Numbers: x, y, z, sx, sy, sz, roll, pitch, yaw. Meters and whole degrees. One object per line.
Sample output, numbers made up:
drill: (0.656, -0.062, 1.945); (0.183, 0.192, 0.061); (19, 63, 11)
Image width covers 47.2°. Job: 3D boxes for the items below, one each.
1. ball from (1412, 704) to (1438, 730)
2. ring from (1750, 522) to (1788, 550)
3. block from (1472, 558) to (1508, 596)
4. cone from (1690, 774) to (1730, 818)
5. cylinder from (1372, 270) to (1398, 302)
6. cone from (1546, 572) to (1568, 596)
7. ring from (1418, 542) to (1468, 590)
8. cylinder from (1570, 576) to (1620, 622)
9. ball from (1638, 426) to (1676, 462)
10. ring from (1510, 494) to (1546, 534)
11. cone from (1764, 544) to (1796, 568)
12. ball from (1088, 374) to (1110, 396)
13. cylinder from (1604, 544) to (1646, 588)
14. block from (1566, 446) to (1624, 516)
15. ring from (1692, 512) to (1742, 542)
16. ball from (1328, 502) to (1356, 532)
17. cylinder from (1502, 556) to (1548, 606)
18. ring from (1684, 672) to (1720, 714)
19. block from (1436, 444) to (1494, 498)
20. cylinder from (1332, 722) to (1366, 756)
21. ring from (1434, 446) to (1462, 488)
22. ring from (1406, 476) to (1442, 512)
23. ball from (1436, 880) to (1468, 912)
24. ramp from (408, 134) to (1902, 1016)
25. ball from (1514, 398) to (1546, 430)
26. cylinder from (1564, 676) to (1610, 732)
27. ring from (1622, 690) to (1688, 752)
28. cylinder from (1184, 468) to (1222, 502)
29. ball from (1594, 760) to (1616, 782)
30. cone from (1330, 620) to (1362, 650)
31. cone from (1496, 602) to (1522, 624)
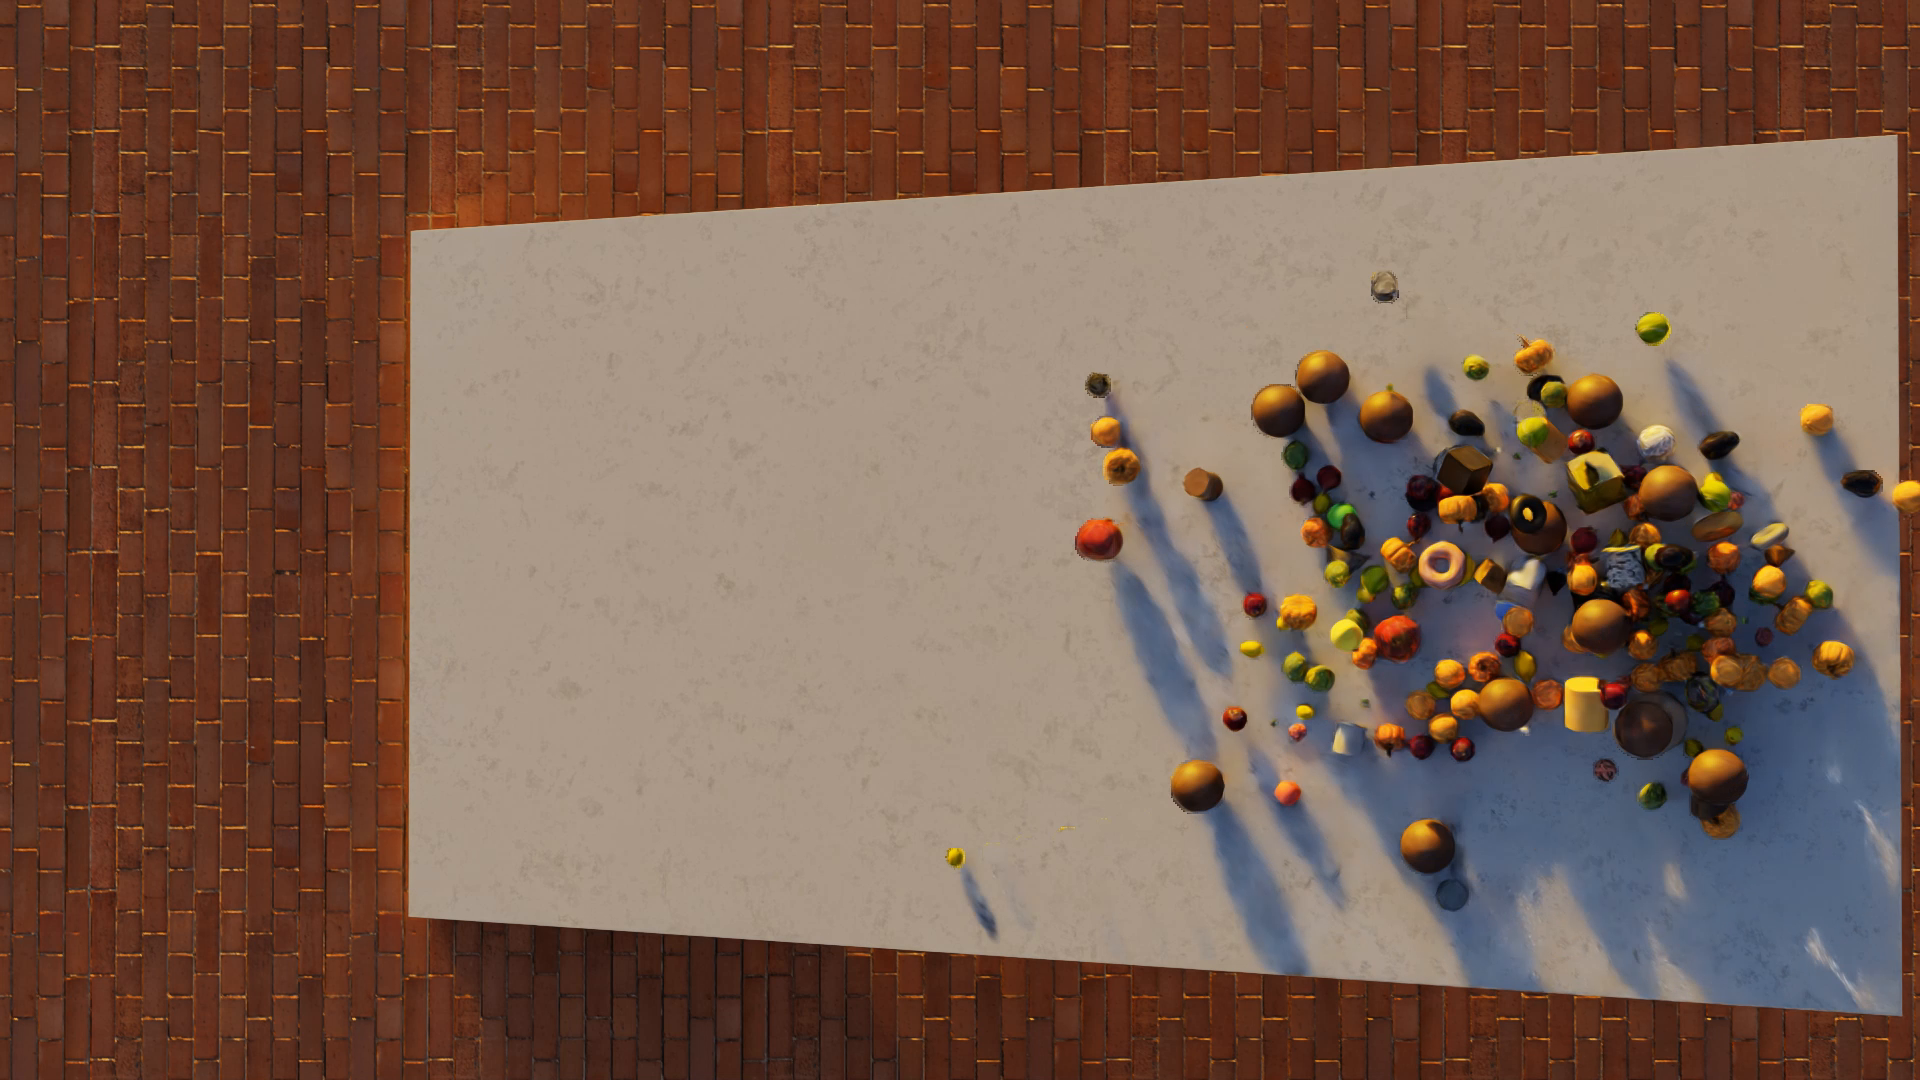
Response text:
ball: (1.132, 0.431, 5.348); (0.061, 0.061, 0.061); (0, 89, 0)
ring: (1.858, -0.008, 5.049); (0.092, 0.092, 0.031); (-33, 96, 0)
block: (1.277, 0.087, 5.274); (0.058, 0.058, 0.058); (32, 101, -13)
cone: (1.708, 0.573, 5.058); (0.096, 0.096, 0.096); (-35, 113, 0)
cylinder: (1.031, -0.615, 5.335); (0.059, 0.059, 0.059); (-3, 78, 13)
cone: (1.422, 0.113, 5.248); (0.053, 0.053, 0.053); (1, 118, 0)
ring: (1.149, 0.062, 5.236); (0.116, 0.039, 0.116); (-4, 78, 22)
cylinder: (1.497, 0.138, 5.182); (0.091, 0.091, 0.091); (-15, 89, 21)
ball: (1.629, -0.225, 5.140); (0.086, 0.086, 0.086); (0, 89, 0)
ring: (1.322, -0.060, 5.116); (0.094, 0.031, 0.094); (4, 78, -20)
cone: (1.899, 0.031, 5.065); (0.062, 0.062, 0.062); (-9, 89, -6)
ball: (0.355, -0.400, 5.644); (0.056, 0.056, 0.056); (0, 89, 0)
cylinder: (1.534, 0.059, 5.075); (0.083, 0.083, 0.083); (-10, 97, 0)
block: (1.487, -0.138, 5.148); (0.096, 0.096, 0.096); (-23, 48, 3)
ring: (1.747, -0.031, 5.074); (0.116, 0.116, 0.039); (-14, 69, 0)
ball: (0.940, -0.057, 5.407); (0.072, 0.072, 0.072); (0, 89, 0)
cylinder: (1.339, 0.095, 5.208); (0.085, 0.085, 0.085); (24, 65, 0)
ring: (1.702, 0.350, 5.043); (0.032, 0.097, 0.097); (-11, 89, -23)
block: (1.202, -0.163, 5.232); (0.081, 0.081, 0.081); (-17, 46, -34)
cylinder: (0.956, 0.489, 5.395); (0.070, 0.070, 0.070); (12, 95, 0)
ring: (1.200, -0.175, 5.330); (0.106, 0.035, 0.106); (0, 89, 22)
ring: (1.130, -0.113, 5.360); (0.086, 0.029, 0.086); (0, 90, 21)
ball: (1.186, 0.856, 5.300); (0.076, 0.076, 0.076); (0, 89, 0)
ramp: (0.282, 0.088, 5.749); (4.000, 0.100, 2.000); (0, 89, 21)
ball: (1.355, -0.298, 5.229); (0.075, 0.075, 0.075); (0, 89, 0)
cylinder: (1.449, 0.381, 5.086); (0.099, 0.099, 0.099); (-4, 107, 0)
ring: (1.628, 0.425, 5.149); (0.148, 0.049, 0.148); (-4, 81, 22)
cylinder: (0.611, -0.139, 5.524); (0.071, 0.071, 0.071); (-9, 75, 36)
ball: (1.494, 0.533, 5.090); (0.050, 0.050, 0.050); (0, 89, 0)
cone: (0.923, 0.216, 5.223); (0.077, 0.077, 0.077); (-1, 72, 3)
cone: (1.309, 0.162, 5.200); (0.060, 0.060, 0.060); (15, 59, -27)
